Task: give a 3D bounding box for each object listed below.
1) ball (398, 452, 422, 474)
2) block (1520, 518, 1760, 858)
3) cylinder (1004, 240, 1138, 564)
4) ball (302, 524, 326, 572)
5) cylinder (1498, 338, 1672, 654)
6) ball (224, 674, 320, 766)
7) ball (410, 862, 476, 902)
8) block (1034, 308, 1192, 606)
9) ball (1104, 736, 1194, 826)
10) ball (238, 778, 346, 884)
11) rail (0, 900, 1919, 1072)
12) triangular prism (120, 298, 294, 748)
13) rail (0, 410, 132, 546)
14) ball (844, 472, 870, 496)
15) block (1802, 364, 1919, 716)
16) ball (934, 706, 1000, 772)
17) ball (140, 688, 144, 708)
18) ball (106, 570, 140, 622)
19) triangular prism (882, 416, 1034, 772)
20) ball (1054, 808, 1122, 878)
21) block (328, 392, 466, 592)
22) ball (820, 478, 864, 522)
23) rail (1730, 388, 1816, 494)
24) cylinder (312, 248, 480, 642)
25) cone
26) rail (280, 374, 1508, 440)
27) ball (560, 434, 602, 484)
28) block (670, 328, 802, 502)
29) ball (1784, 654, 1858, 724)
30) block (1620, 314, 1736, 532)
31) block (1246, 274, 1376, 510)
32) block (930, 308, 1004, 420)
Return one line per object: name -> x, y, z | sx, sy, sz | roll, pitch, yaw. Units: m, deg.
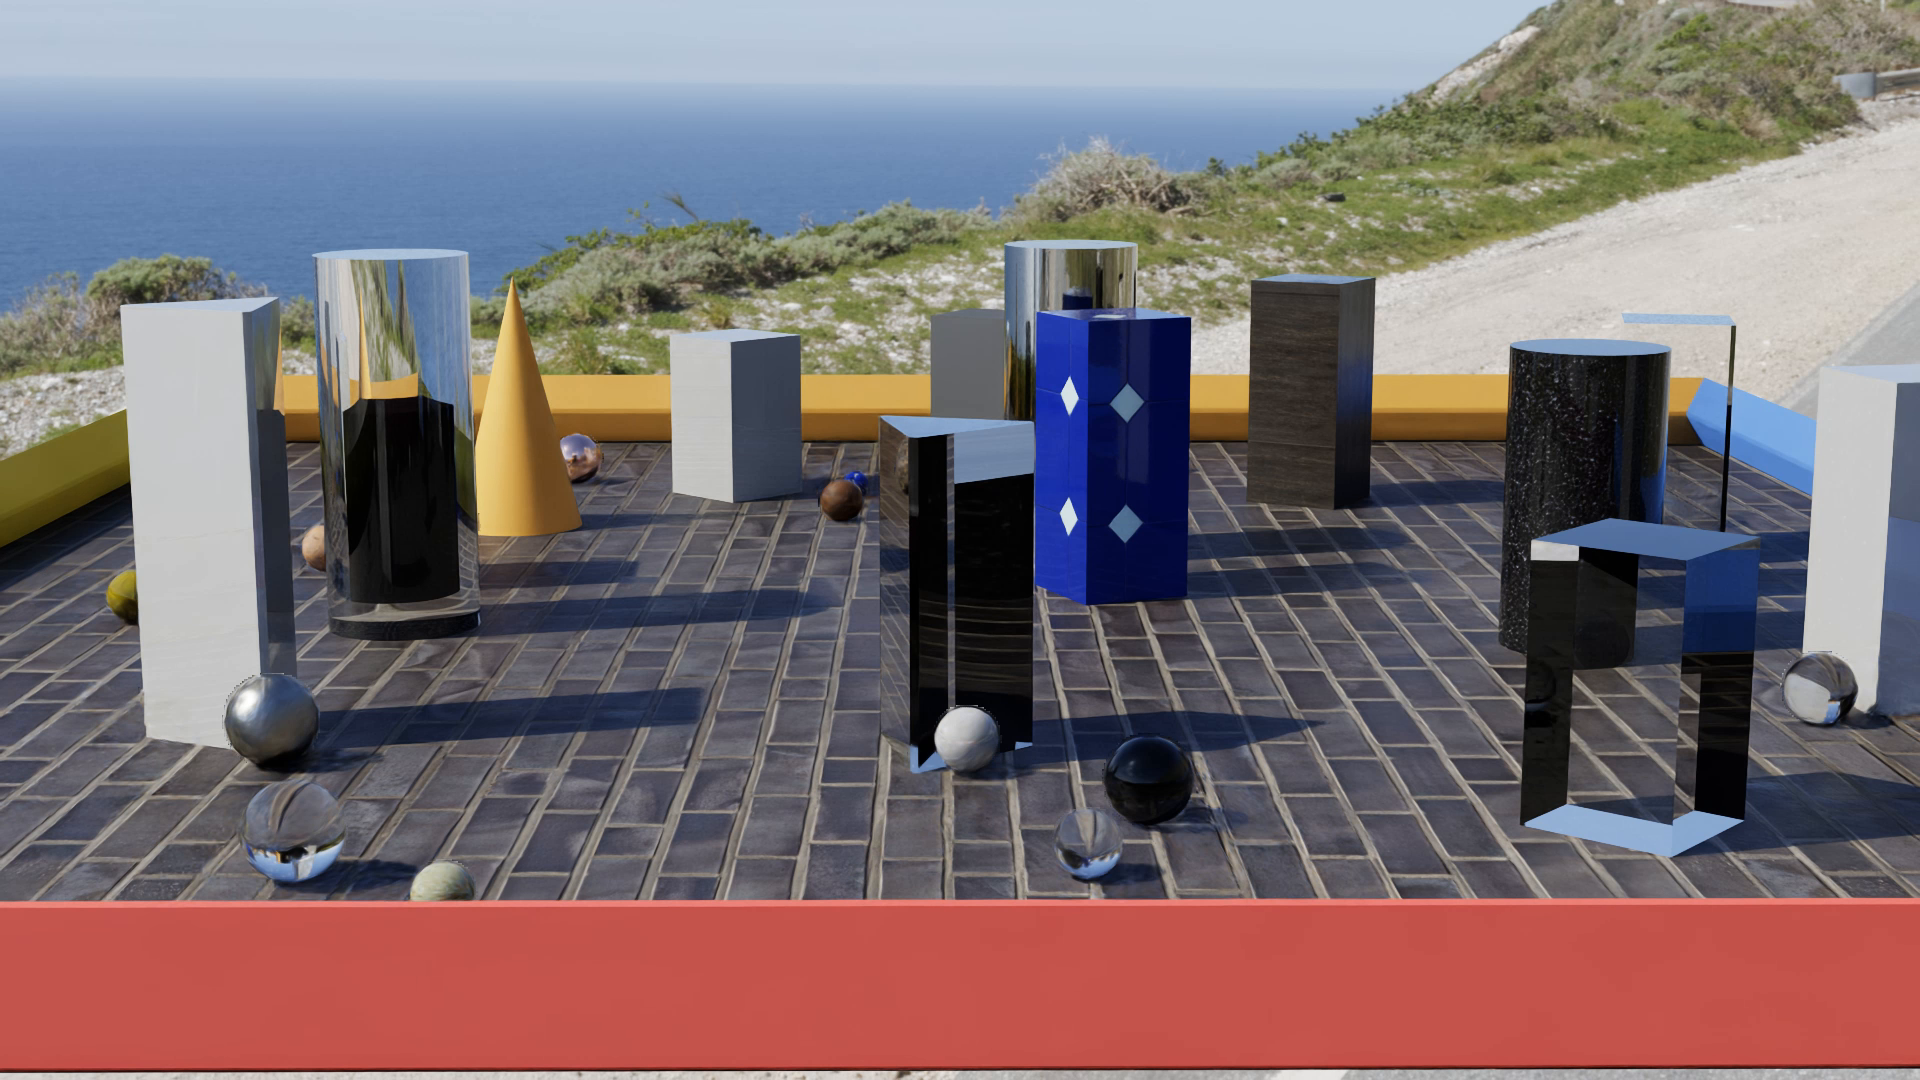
ball -> -0.991, -0.139, 4.625 | 0.041, 0.041, 0.041 | 0, 10, 0
block -> 0.655, 0.137, 2.472 | 0.158, 0.282, 0.158 | 9, 14, 40
cylinder -> 0.164, -0.208, 3.832 | 0.197, 0.465, 0.197 | 0, 10, 0
ball -> -0.911, 0.012, 3.685 | 0.068, 0.068, 0.068 | 0, 10, 0
cylinder -> 0.787, -0.055, 3.236 | 0.197, 0.380, 0.197 | 0, 10, 0
ball -> -0.723, 0.190, 2.697 | 0.096, 0.096, 0.096 | 0, 10, 0
ball -> -0.443, 0.303, 2.198 | 0.055, 0.055, 0.055 | 0, 10, 0
block -> 0.211, -0.120, 3.568 | 0.158, 0.388, 0.158 | -5, 12, -24
ball -> 0.183, 0.233, 2.488 | 0.087, 0.087, 0.087 | 0, 10, 0
ball -> -0.601, 0.262, 2.312 | 0.094, 0.094, 0.094 | 0, 10, 0
rail -> 0.009, 0.321, 1.893 | 2.932, 0.128, 0.045 | 0, 10, 0
triangular prism -> -0.786, -0.023, 2.808 | 0.171, 0.474, 0.148 | 5, 12, 25
rail -> -1.442, 0.034, 3.441 | 0.045, 0.128, 3.212 | 0, 10, 0
ball -> -0.178, -0.094, 4.369 | 0.045, 0.045, 0.045 | 0, 10, 0
block -> 1.095, -0.004, 2.962 | 0.158, 0.380, 0.158 | -2, 11, -12
ball -> 0.007, 0.207, 2.667 | 0.067, 0.067, 0.067 | 0, 10, 0
ball -> -0.905, 0.178, 2.902 | 0.044, 0.044, 0.044 | 0, 10, 0
ball -> -1.093, 0.074, 3.395 | 0.070, 0.070, 0.070 | 0, 10, 0
triangular prism -> -0.035, 0.049, 2.752 | 0.171, 0.353, 0.148 | -9, 14, -42
ball -> 0.116, 0.275, 2.326 | 0.063, 0.063, 0.063 | 0, 10, 0
block -> -0.797, -0.070, 3.642 | 0.158, 0.263, 0.158 | 0, 11, -3
ball -> -0.191, -0.064, 4.140 | 0.069, 0.069, 0.069 | 0, 10, 0
rail -> 1.442, 0.031, 3.457 | 0.045, 0.128, 3.212 | 0, 10, 0
cylinder -> -0.731, -0.128, 3.337 | 0.197, 0.487, 0.197 | 0, 10, 0
cone -> -0.705, -0.220, 4.076 | 0.197, 0.399, 0.197 | 0, 10, 0
rail -> -0.009, -0.255, 5.005 | 2.932, 0.128, 0.045 | 0, 10, 0
ball -> -0.675, -0.143, 4.520 | 0.087, 0.087, 0.087 | 0, 10, 0
block -> -0.384, -0.217, 4.406 | 0.158, 0.272, 0.158 | 10, 14, 43
ball -> 0.962, 0.166, 2.867 | 0.080, 0.080, 0.080 | 0, 10, 0
block -> 1.065, -0.154, 3.842 | 0.158, 0.354, 0.158 | 2, 11, 13
block -> 0.592, -0.253, 4.326 | 0.158, 0.374, 0.158 | 6, 12, 30
block -> 0.054, -0.252, 4.533 | 0.158, 0.296, 0.158 | 5, 12, 26
